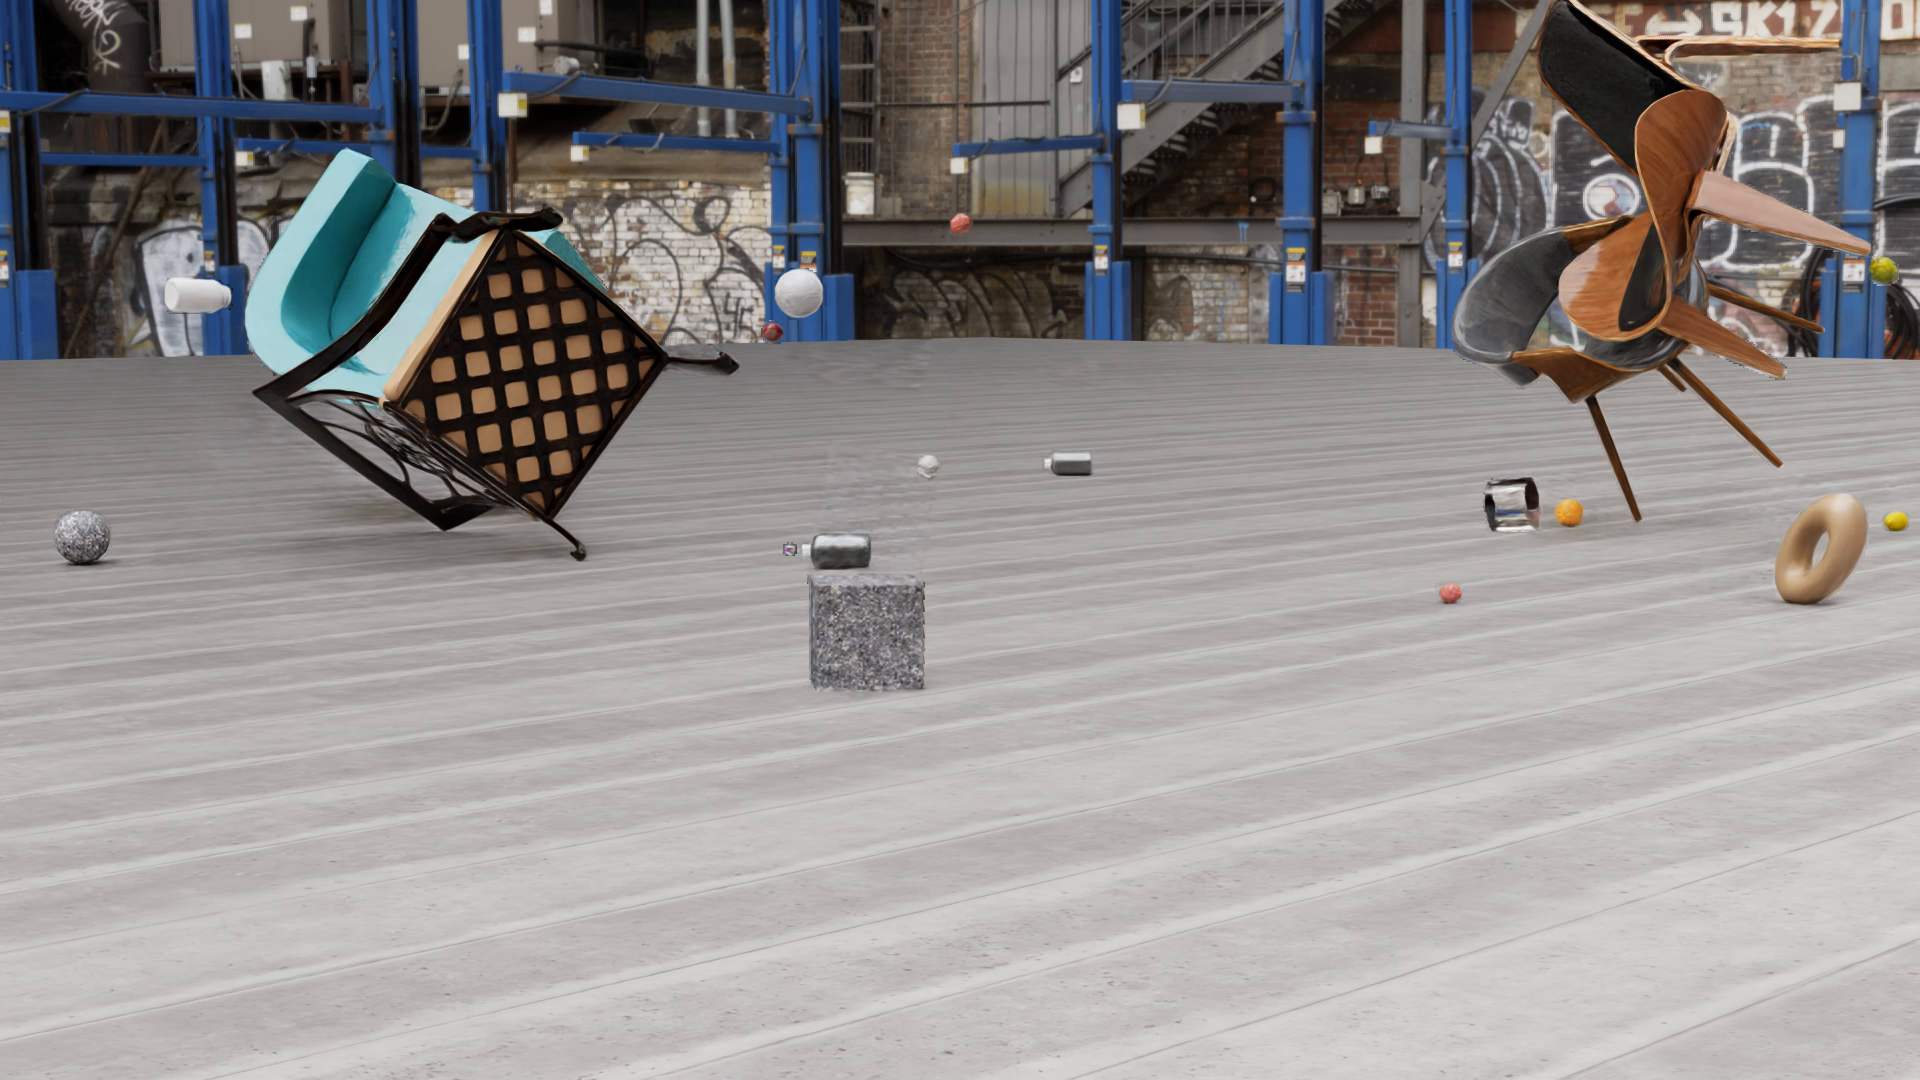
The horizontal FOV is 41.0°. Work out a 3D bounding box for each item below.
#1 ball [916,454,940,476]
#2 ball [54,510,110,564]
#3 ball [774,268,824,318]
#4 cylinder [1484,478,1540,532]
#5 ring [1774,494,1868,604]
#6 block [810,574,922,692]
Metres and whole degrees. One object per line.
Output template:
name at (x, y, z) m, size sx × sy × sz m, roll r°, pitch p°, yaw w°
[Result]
ball at (-0.106, -0.244, 8.421) m, size 0.074 × 0.074 × 0.074 m, roll 0°, pitch 6°, yaw 0°
ball at (-2.011, -0.007, 5.876) m, size 0.123 × 0.123 × 0.123 m, roll 0°, pitch 6°, yaw 0°
ball at (-0.407, -0.624, 6.486) m, size 0.124 × 0.124 × 0.124 m, roll 0°, pitch 6°, yaw 0°
cylinder at (1.413, -0.089, 6.564) m, size 0.110 × 0.134 × 0.089 m, roll -4°, pitch 5°, yaw 35°
ring at (1.723, 0.020, 5.136) m, size 0.086 × 0.260 × 0.151 m, roll -1°, pitch 38°, yaw -34°
block at (-0.153, 0.148, 4.145) m, size 0.167 × 0.170 × 0.151 m, roll -1°, pitch 6°, yaw -7°
